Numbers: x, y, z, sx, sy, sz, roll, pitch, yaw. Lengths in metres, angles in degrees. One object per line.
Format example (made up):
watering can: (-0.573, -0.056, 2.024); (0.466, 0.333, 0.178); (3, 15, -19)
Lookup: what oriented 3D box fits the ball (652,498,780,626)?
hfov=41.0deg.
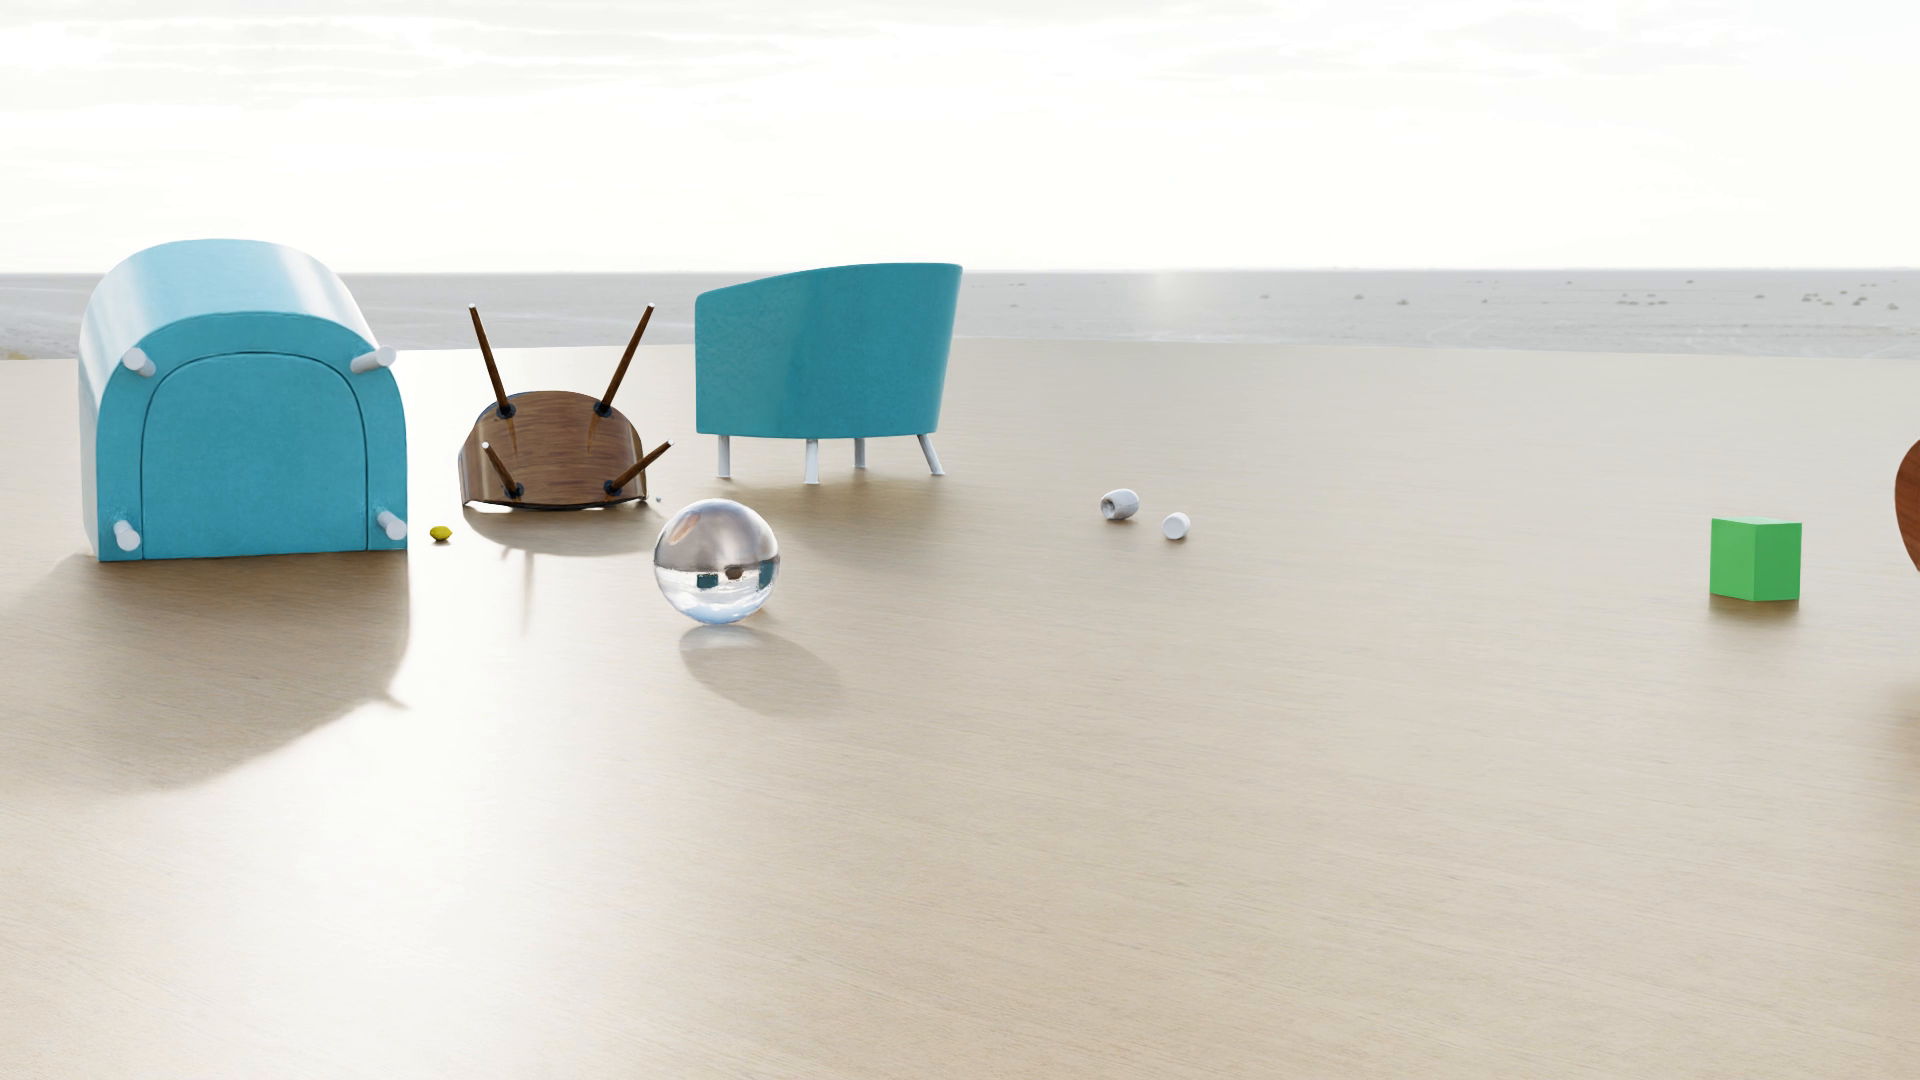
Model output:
ball: (-0.459, 0.041, 4.844); (0.239, 0.239, 0.239); (0, 6, 0)

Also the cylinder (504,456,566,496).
cylinder: (-1.276, -0.194, 7.707); (0.172, 0.113, 0.134); (-1, -31, -6)

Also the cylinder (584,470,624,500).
cylinder: (-1.054, -0.163, 7.590); (0.096, 0.083, 0.107); (-3, 7, -21)

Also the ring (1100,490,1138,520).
ring: (0.433, -0.095, 6.946); (0.074, 0.083, 0.121); (-15, 2, -25)

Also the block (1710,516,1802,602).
block: (1.639, 0.037, 5.287); (0.112, 0.156, 0.148); (-2, 6, -19)
